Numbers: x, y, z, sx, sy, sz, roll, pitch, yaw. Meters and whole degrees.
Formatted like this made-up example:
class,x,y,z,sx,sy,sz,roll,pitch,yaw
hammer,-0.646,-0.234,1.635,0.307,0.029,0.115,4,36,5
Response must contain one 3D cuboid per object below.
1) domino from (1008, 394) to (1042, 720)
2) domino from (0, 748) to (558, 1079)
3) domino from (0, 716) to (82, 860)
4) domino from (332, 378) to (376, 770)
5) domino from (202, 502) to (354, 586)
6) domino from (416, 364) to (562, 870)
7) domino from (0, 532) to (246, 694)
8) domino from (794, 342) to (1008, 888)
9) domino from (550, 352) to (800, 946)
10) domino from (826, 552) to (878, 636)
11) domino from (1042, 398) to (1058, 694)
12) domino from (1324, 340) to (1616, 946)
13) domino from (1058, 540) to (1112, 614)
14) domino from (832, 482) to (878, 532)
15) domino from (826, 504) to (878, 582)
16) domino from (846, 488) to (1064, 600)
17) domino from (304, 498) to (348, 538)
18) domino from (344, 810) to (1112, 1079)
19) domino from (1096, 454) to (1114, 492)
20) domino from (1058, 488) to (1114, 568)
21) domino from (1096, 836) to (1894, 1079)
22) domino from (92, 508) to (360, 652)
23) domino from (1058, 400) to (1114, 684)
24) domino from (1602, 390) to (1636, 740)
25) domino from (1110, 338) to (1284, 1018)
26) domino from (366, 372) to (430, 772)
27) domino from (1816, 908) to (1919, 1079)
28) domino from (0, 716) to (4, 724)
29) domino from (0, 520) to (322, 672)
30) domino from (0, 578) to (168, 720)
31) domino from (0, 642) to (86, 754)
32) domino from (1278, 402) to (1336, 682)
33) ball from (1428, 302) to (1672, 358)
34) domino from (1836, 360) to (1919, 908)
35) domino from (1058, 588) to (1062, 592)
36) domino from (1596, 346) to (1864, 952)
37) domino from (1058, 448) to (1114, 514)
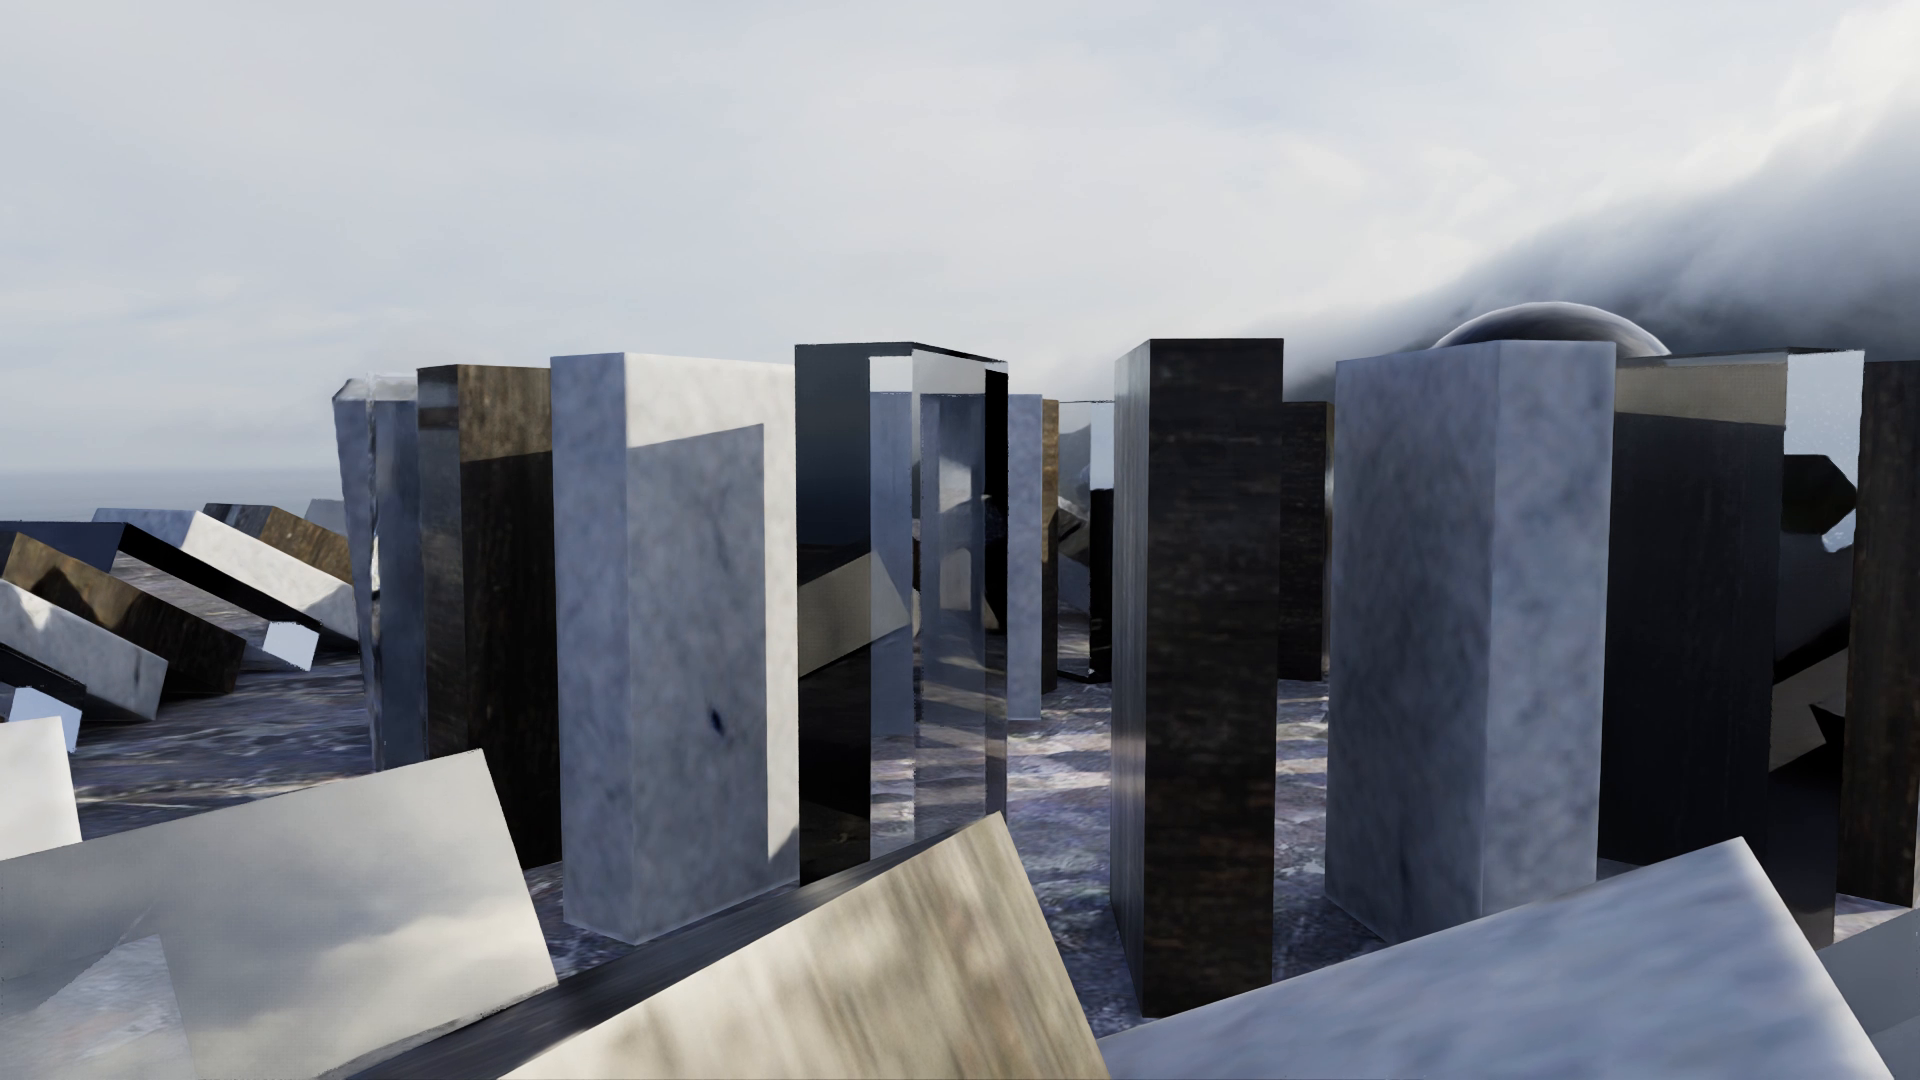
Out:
class,x,y,z,sx,sy,sz,roll,pitch,yaw
domino,0.000,0.002,0.201,0.025,0.050,0.009,0,4,0
domino,-0.042,0.023,0.052,0.050,0.009,0.025,-28,-12,32
domino,-0.064,0.023,0.063,0.025,0.009,0.050,-5,-20,-47
domino,-0.064,0.005,0.166,0.025,0.050,0.009,-1,21,-13
domino,-0.129,0.007,0.268,0.025,0.009,0.050,3,-21,33
domino,-0.042,0.007,0.135,0.025,0.050,0.010,-4,6,-44
domino,-0.139,0.012,0.199,0.025,0.010,0.050,1,-22,7
domino,-0.004,0.009,0.109,0.009,0.050,0.025,1,5,18
domino,-0.024,0.009,0.120,0.009,0.050,0.025,3,5,35
domino,-0.039,0.005,0.280,0.050,0.010,0.025,34,-16,-32
domino,0.004,0.001,0.223,0.025,0.050,0.009,2,5,28
domino,0.041,0.009,0.108,0.009,0.050,0.025,-1,4,-11
domino,0.021,0.003,0.316,0.050,0.009,0.025,27,6,3
domino,-0.013,-0.001,0.379,0.050,0.009,0.025,27,5,1
domino,-0.022,0.004,0.294,0.050,0.010,0.025,30,-10,-26
domino,-0.002,0.004,0.307,0.050,0.009,0.025,28,-3,-14
domino,-0.118,0.006,0.287,0.025,0.009,0.050,3,-21,37
domino,-0.023,0.024,0.042,0.050,0.009,0.025,-28,-10,29
domino,0.061,-0.006,0.370,0.050,0.010,0.025,43,10,3
domino,0.043,0.003,0.316,0.050,0.010,0.025,28,9,8
domino,0.000,0.024,0.035,0.050,0.009,0.025,-27,-6,22
domino,-0.136,0.009,0.245,0.025,0.010,0.050,2,-22,21
domino,0.020,0.000,0.238,0.010,0.050,0.025,-3,5,-31
domino,0.104,0.003,0.190,0.025,0.050,0.009,-1,4,-10
domino,0.019,0.010,0.106,0.009,0.050,0.025,0,4,1
domino,-0.055,0.006,0.151,0.025,0.050,0.009,-2,10,-29
domino,0.025,0.024,0.036,0.050,0.010,0.025,-26,2,6
domino,-0.125,0.017,0.131,0.025,0.009,0.050,-1,-22,-12
domino,-0.138,0.011,0.221,0.025,0.009,0.050,1,-22,9
domino,-0.137,0.014,0.176,0.025,0.009,0.050,0,-22,0
domino,-0.132,0.016,0.153,0.025,0.009,0.050,-1,-22,-7
domino,0.064,-0.001,0.242,0.010,0.050,0.025,2,5,19
ball,0.155,-0.023,0.344,0.080,0.080,0.080,0,4,0
domino,0.082,0.008,0.128,0.025,0.050,0.010,4,6,43
domino,0.010,-0.001,0.379,0.050,0.009,0.025,27,6,3
domino,0.063,0.009,0.114,0.010,0.050,0.025,-2,5,-25
domino,0.048,-0.006,0.375,0.050,0.009,0.025,44,10,5
